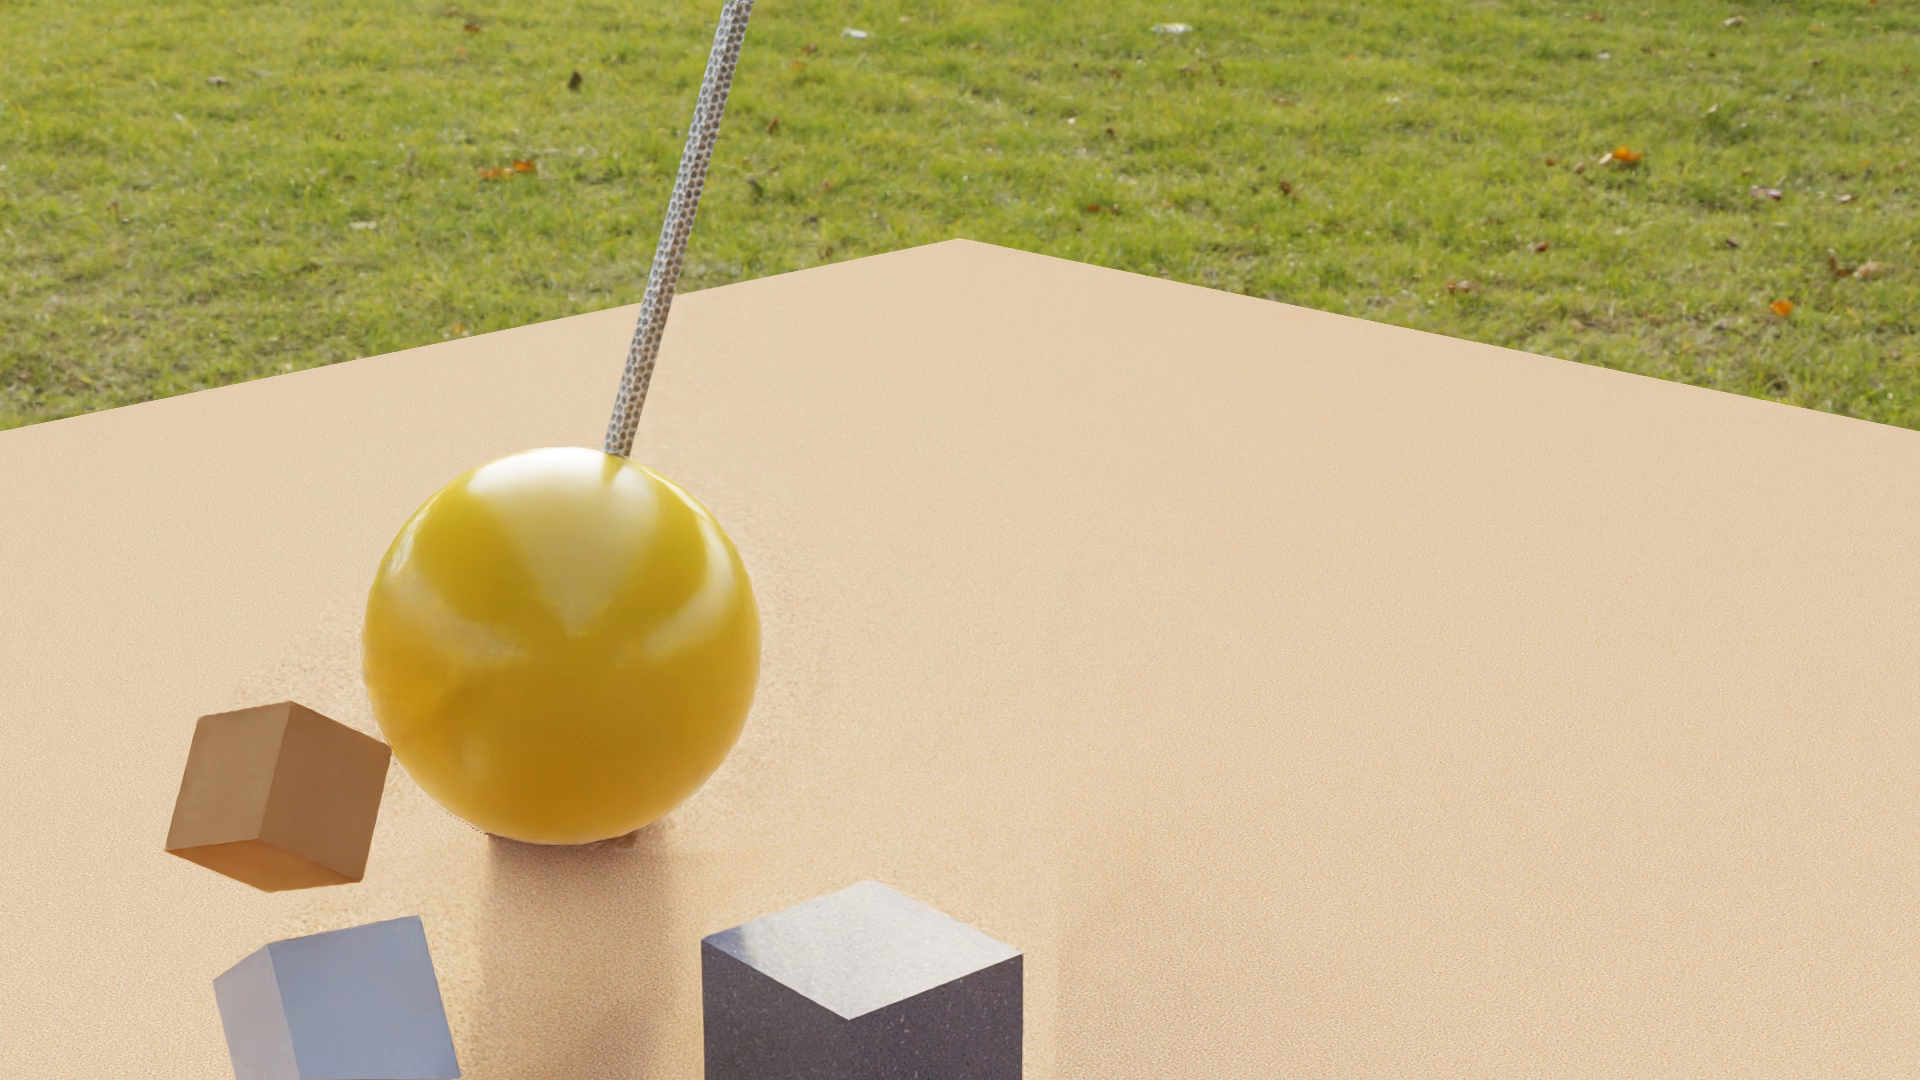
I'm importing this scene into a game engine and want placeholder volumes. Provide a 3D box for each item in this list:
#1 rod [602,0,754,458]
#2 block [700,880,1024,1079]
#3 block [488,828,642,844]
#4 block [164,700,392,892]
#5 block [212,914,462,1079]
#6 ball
[{"bbox_3d":[-0.692,-2.851,11.721,0.080,5.200,0.080,17,2,42],"label":"rod"},{"bbox_3d":[-0.367,1.889,10.986,0.827,0.808,0.880,-15,23,-39],"label":"block"},{"bbox_3d":[-1.840,1.027,14.064,0.696,0.607,0.688,2,18,7],"label":"block"},{"bbox_3d":[-2.503,0.951,10.784,0.541,0.524,0.490,-10,-30,37],"label":"block"},{"bbox_3d":[-2.343,1.834,11.008,0.619,0.635,0.559,-7,-17,-38],"label":"block"},{"bbox_3d":[-1.596,0.426,11.802,1.600,1.600,1.600,0,17,0],"label":"ball"}]
